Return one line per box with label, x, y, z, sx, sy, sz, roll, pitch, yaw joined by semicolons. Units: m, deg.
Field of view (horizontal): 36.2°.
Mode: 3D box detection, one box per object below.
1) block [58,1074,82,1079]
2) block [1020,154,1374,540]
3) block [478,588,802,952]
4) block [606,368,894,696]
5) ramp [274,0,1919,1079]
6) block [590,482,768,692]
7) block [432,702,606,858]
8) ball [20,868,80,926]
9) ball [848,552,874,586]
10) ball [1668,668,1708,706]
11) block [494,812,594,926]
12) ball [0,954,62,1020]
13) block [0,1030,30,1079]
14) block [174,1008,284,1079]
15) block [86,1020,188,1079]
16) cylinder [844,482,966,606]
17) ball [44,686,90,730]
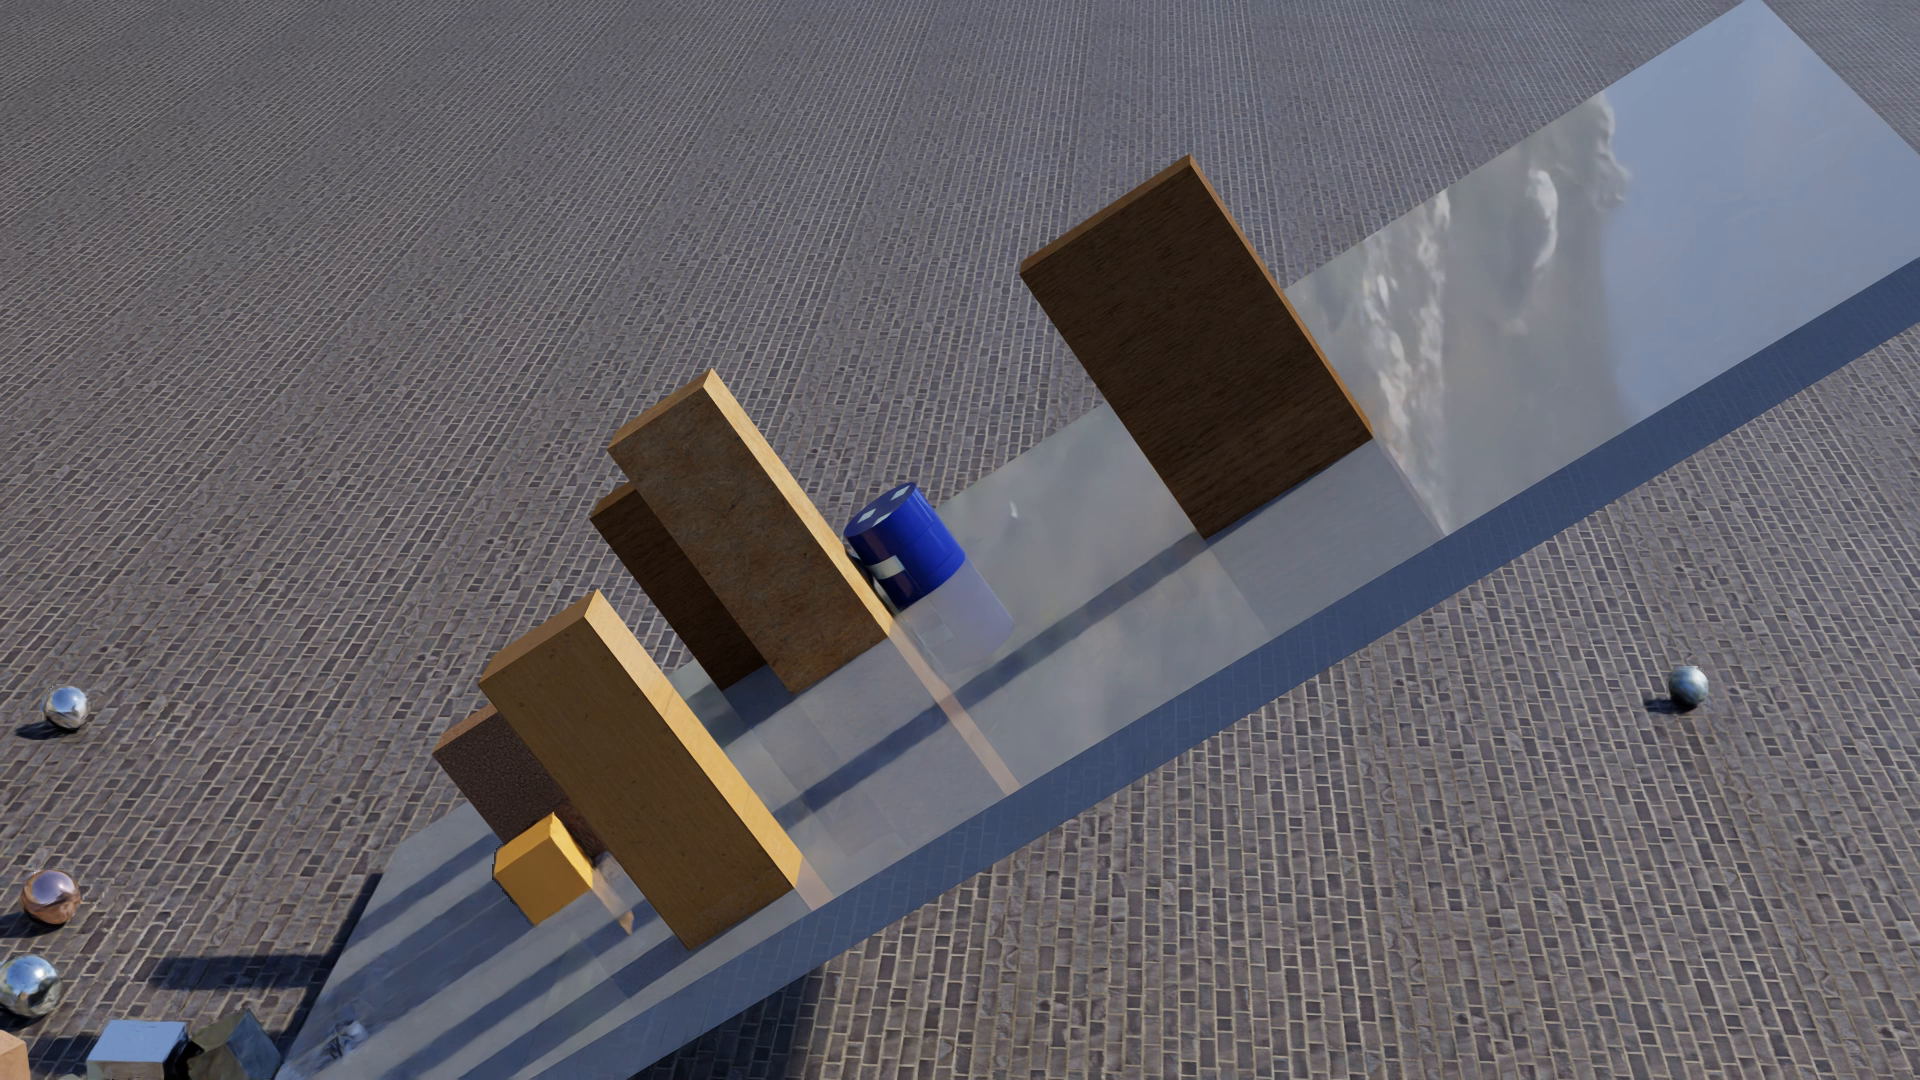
block;-1.991;1.277;6.548;0.113;0.113;0.113;19;28;40
block;0.466;-0.374;5.774;0.394;0.658;0.093;-32;16;15
block;-0.606;0.443;5.628;0.254;0.671;0.137;-32;16;15
block;-0.467;-0.015;6.627;0.267;0.708;0.137;-32;16;15
ramp;0.137;0.173;6.302;4.000;0.100;2.000;-32;16;15
block;-0.602;0.062;7.030;0.288;0.530;0.127;-32;16;15
block;-0.933;0.536;6.576;0.294;0.401;0.106;-32;16;15
ball;-2.309;0.907;7.467;0.145;0.145;0.145;0;21;0
ball;-0.279;0.106;6.821;0.163;0.163;0.163;0;21;0
ball;2.163;0.436;8.735;0.117;0.117;0.117;0;21;0
block;-0.912;0.722;6.454;0.150;0.150;0.150;-35;15;4
ball;-2.229;1.068;7.033;0.156;0.156;0.156;0;21;0
block;-2.217;1.209;6.698;0.134;0.134;0.134;15;26;35
block;-1.657;1.183;6.664;0.147;0.147;0.147;-24;18;18
block;-1.851;1.207;6.644;0.174;0.174;0.174;1;21;3
cylinder;-0.128;0.010;6.781;0.204;0.204;0.204;-33;15;10
ball;-2.603;0.490;8.573;0.132;0.132;0.132;0;21;0
